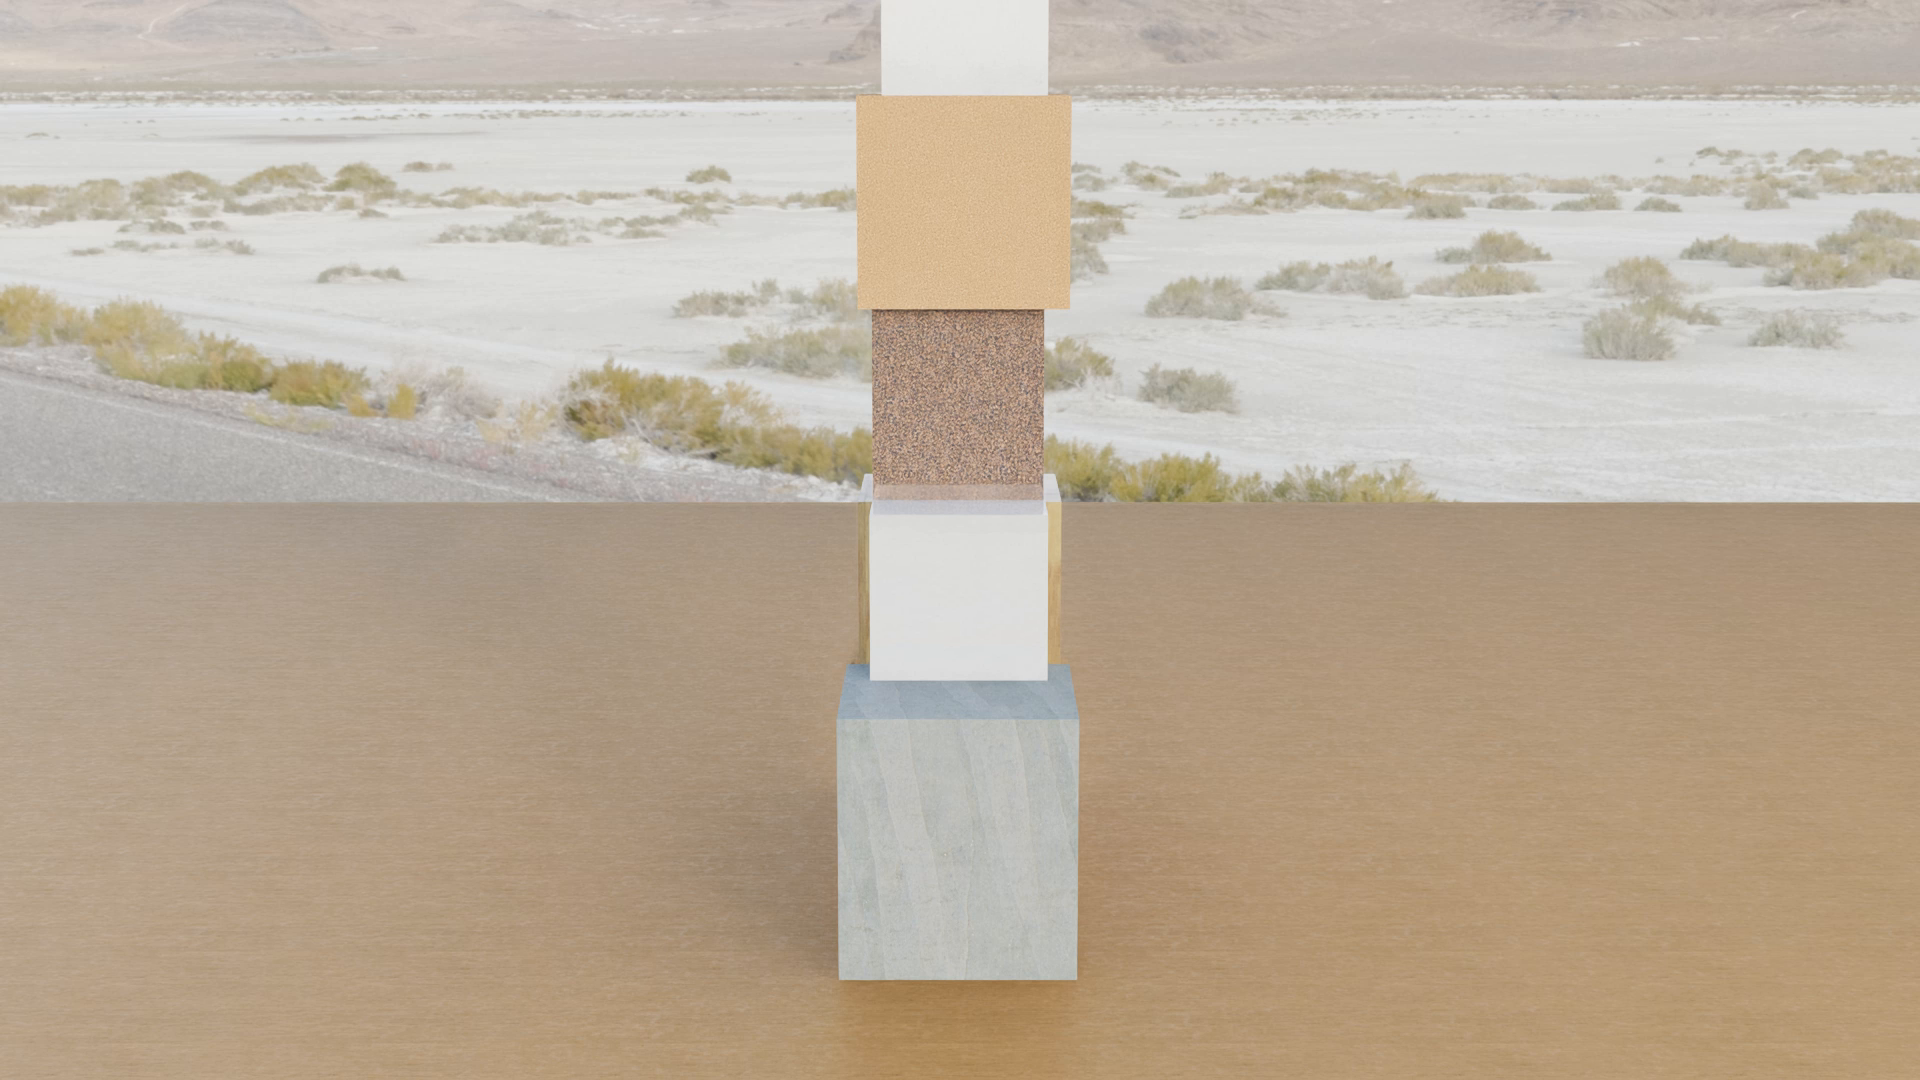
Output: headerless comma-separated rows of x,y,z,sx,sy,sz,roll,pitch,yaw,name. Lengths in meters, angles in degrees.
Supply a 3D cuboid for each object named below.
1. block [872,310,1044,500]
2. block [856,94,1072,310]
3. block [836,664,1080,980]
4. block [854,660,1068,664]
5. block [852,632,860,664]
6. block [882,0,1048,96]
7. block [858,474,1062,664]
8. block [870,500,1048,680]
-0.008,-0.628,11.079,0.718,0.811,0.695,0,10,0,block
0.016,-1.455,10.930,0.877,0.868,0.846,0,10,0,block
-0.008,1.124,10.439,0.935,1.053,0.944,0,10,0,block
0.007,1.050,11.353,0.966,0.873,0.862,0,10,0,block
-0.017,0.894,12.271,0.959,0.852,0.980,0,10,0,block
0.019,-2.212,10.794,0.681,0.669,0.696,0,10,0,block
-0.001,0.158,11.579,0.882,0.801,0.794,0,10,0,block
-0.005,0.177,10.810,0.725,0.681,0.718,0,9,0,block
